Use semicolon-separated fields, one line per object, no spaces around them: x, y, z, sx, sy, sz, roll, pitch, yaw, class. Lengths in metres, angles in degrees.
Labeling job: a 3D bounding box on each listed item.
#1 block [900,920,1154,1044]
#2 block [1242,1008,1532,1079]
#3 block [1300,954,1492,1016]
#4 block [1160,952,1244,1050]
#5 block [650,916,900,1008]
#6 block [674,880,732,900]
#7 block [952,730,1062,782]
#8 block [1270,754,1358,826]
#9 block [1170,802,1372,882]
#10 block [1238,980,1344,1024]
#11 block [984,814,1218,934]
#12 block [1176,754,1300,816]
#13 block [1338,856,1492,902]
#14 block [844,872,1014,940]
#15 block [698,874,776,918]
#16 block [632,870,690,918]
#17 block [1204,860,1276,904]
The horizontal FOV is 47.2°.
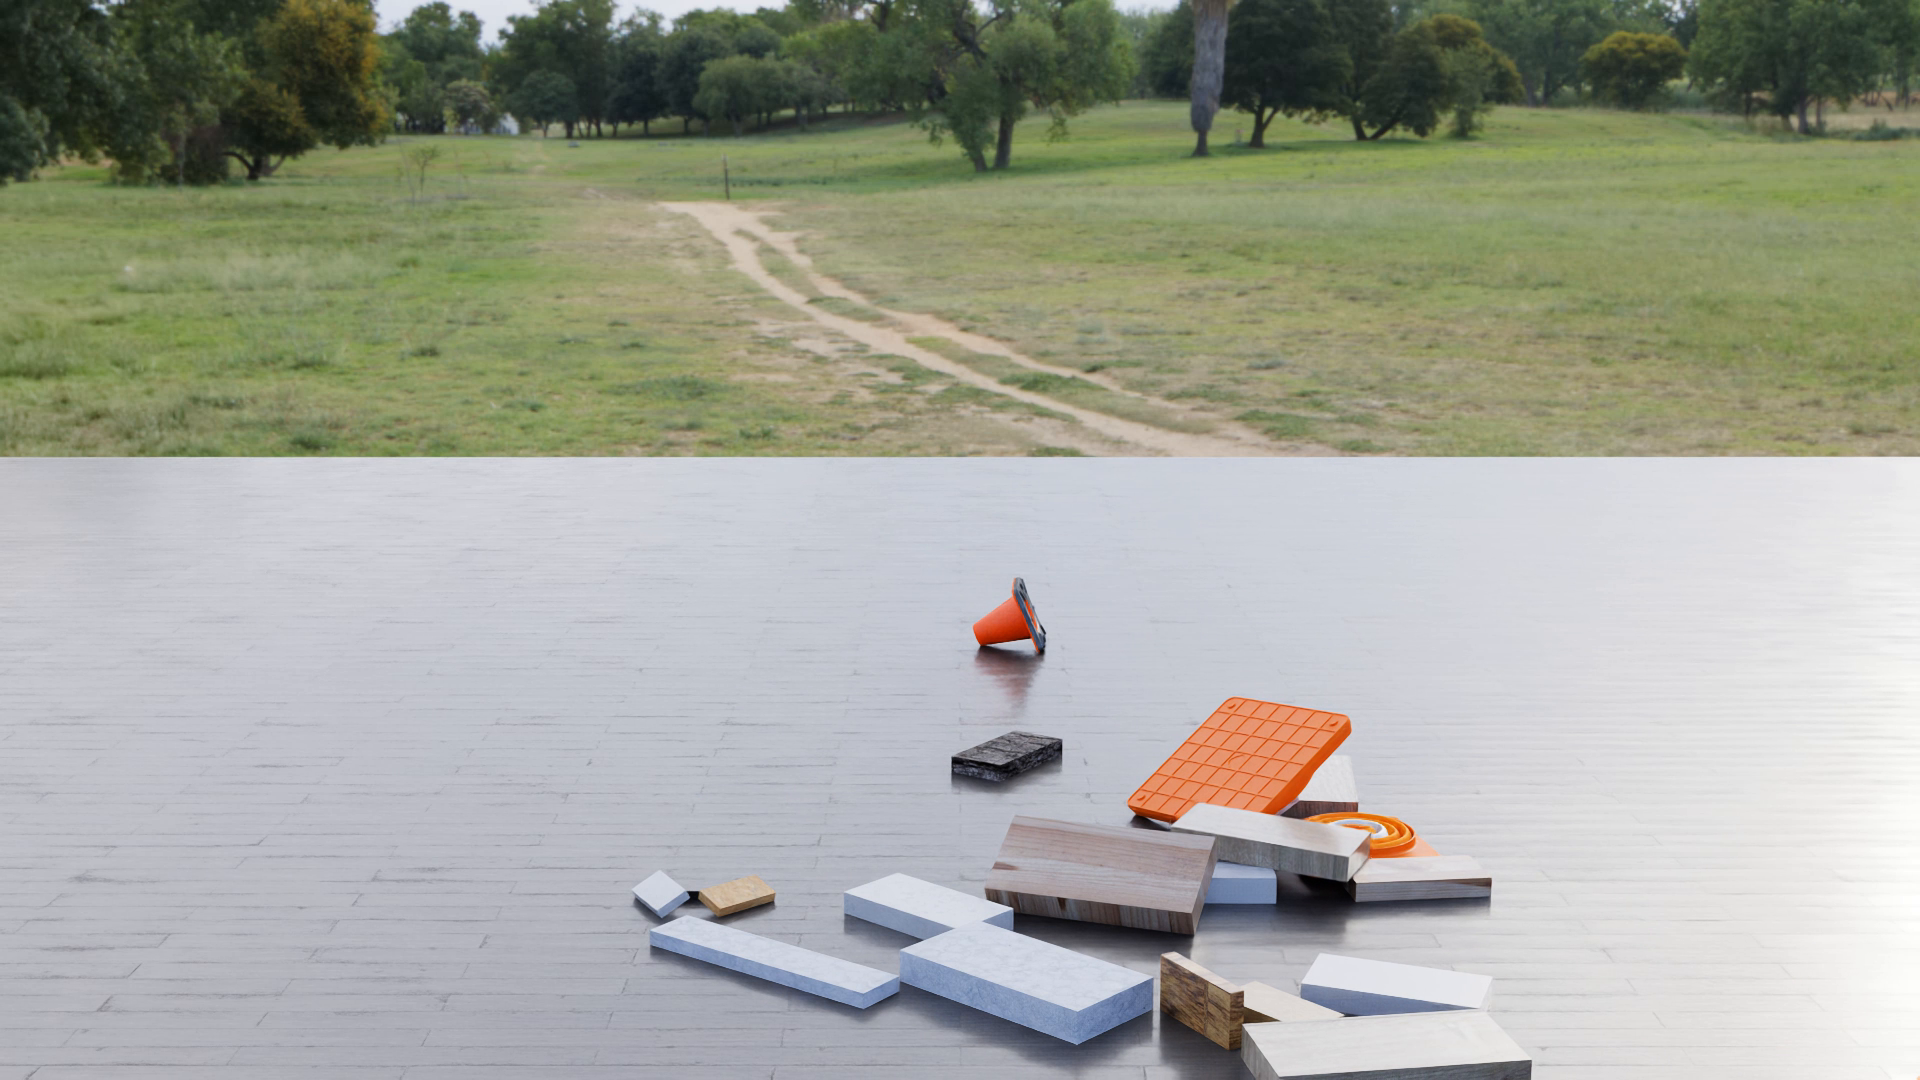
0.095;0.646;3.235;0.345;0.049;0.172;10;14;42;block
0.570;0.697;2.957;0.345;0.049;0.172;-2;11;-9;block
0.636;0.658;3.204;0.255;0.036;0.127;4;11;21;block
0.341;0.651;3.112;0.024;0.084;0.167;-6;12;-29;block
-0.287;0.638;3.344;0.430;0.024;0.084;8;13;36;block
-0.436;0.583;3.664;0.114;0.016;0.057;0;11;0;block
0.096;0.433;4.425;0.116;0.033;0.231;7;13;34;block
0.671;0.472;4.187;0.154;0.044;0.308;1;11;7;block
0.527;0.511;3.735;0.308;0.044;0.154;7;12;23;block
0.457;0.676;3.143;0.084;0.024;0.167;-9;14;-40;block
0.231;0.544;3.588;0.345;0.049;0.172;4;38;20;block
0.513;0.472;4.078;0.116;0.033;0.231;-34;23;-18;block
0.762;0.568;3.697;0.231;0.033;0.116;-1;11;-7;block
-0.052;0.596;3.537;0.255;0.036;0.127;9;14;41;block
-0.366;0.584;3.612;0.114;0.016;0.057;-10;32;-42;block
-0.492;0.581;3.609;0.057;0.016;0.114;-34;24;-20;block
0.368;0.563;3.696;0.308;0.044;0.154;0;11;1;block
